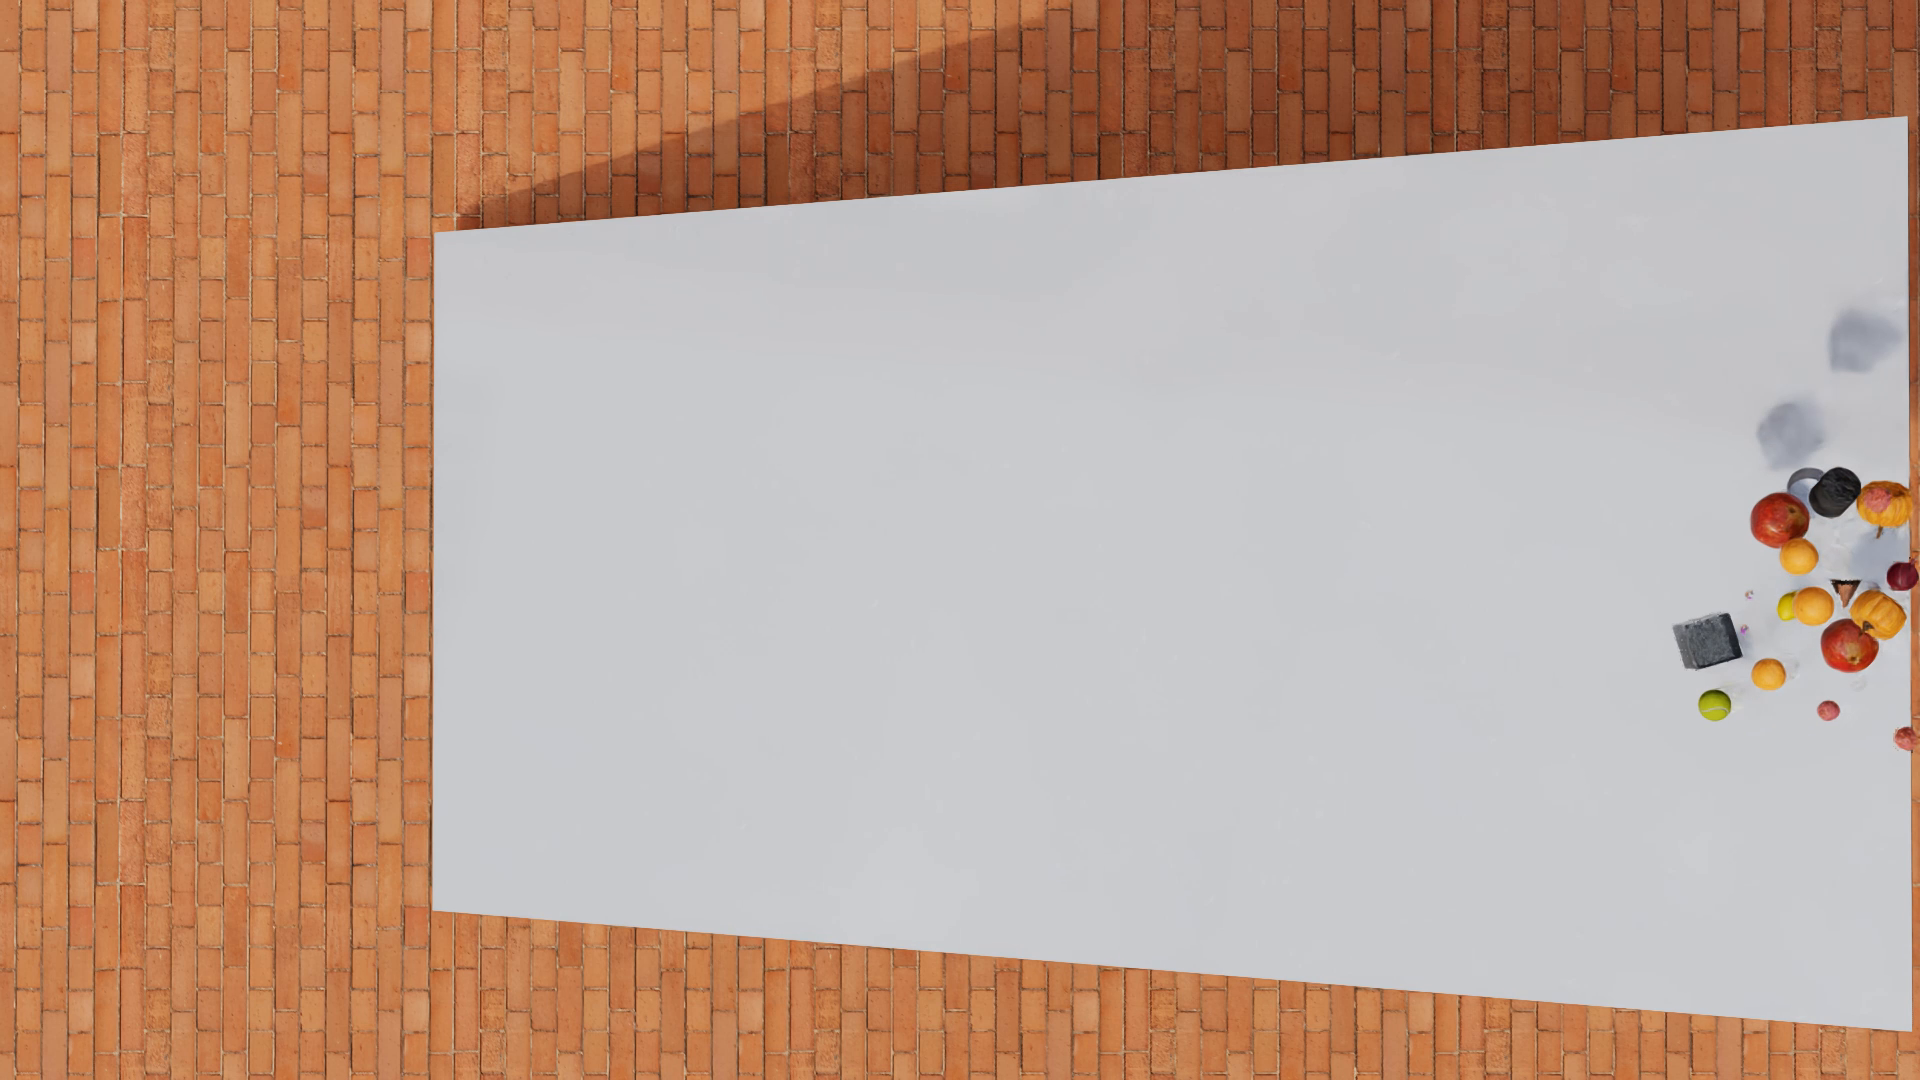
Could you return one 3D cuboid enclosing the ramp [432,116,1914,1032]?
[{"bbox_3d":[0.282,0.082,5.692,4.000,0.100,2.000,0,89,25],"label":"ramp"}]

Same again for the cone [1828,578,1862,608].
[{"bbox_3d":[1.504,0.093,3.739,0.052,0.052,0.052,1,94,0],"label":"cone"}]

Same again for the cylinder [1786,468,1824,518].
[{"bbox_3d":[1.734,-0.096,4.491,0.085,0.085,0.085,7,110,20],"label":"cylinder"}]

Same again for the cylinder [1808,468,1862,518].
[{"bbox_3d":[1.478,-0.080,3.714,0.065,0.065,0.065,0,67,1],"label":"cylinder"}]

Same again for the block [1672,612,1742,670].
[{"bbox_3d":[1.510,0.204,4.445,0.092,0.092,0.092,-17,87,2],"label":"block"}]
